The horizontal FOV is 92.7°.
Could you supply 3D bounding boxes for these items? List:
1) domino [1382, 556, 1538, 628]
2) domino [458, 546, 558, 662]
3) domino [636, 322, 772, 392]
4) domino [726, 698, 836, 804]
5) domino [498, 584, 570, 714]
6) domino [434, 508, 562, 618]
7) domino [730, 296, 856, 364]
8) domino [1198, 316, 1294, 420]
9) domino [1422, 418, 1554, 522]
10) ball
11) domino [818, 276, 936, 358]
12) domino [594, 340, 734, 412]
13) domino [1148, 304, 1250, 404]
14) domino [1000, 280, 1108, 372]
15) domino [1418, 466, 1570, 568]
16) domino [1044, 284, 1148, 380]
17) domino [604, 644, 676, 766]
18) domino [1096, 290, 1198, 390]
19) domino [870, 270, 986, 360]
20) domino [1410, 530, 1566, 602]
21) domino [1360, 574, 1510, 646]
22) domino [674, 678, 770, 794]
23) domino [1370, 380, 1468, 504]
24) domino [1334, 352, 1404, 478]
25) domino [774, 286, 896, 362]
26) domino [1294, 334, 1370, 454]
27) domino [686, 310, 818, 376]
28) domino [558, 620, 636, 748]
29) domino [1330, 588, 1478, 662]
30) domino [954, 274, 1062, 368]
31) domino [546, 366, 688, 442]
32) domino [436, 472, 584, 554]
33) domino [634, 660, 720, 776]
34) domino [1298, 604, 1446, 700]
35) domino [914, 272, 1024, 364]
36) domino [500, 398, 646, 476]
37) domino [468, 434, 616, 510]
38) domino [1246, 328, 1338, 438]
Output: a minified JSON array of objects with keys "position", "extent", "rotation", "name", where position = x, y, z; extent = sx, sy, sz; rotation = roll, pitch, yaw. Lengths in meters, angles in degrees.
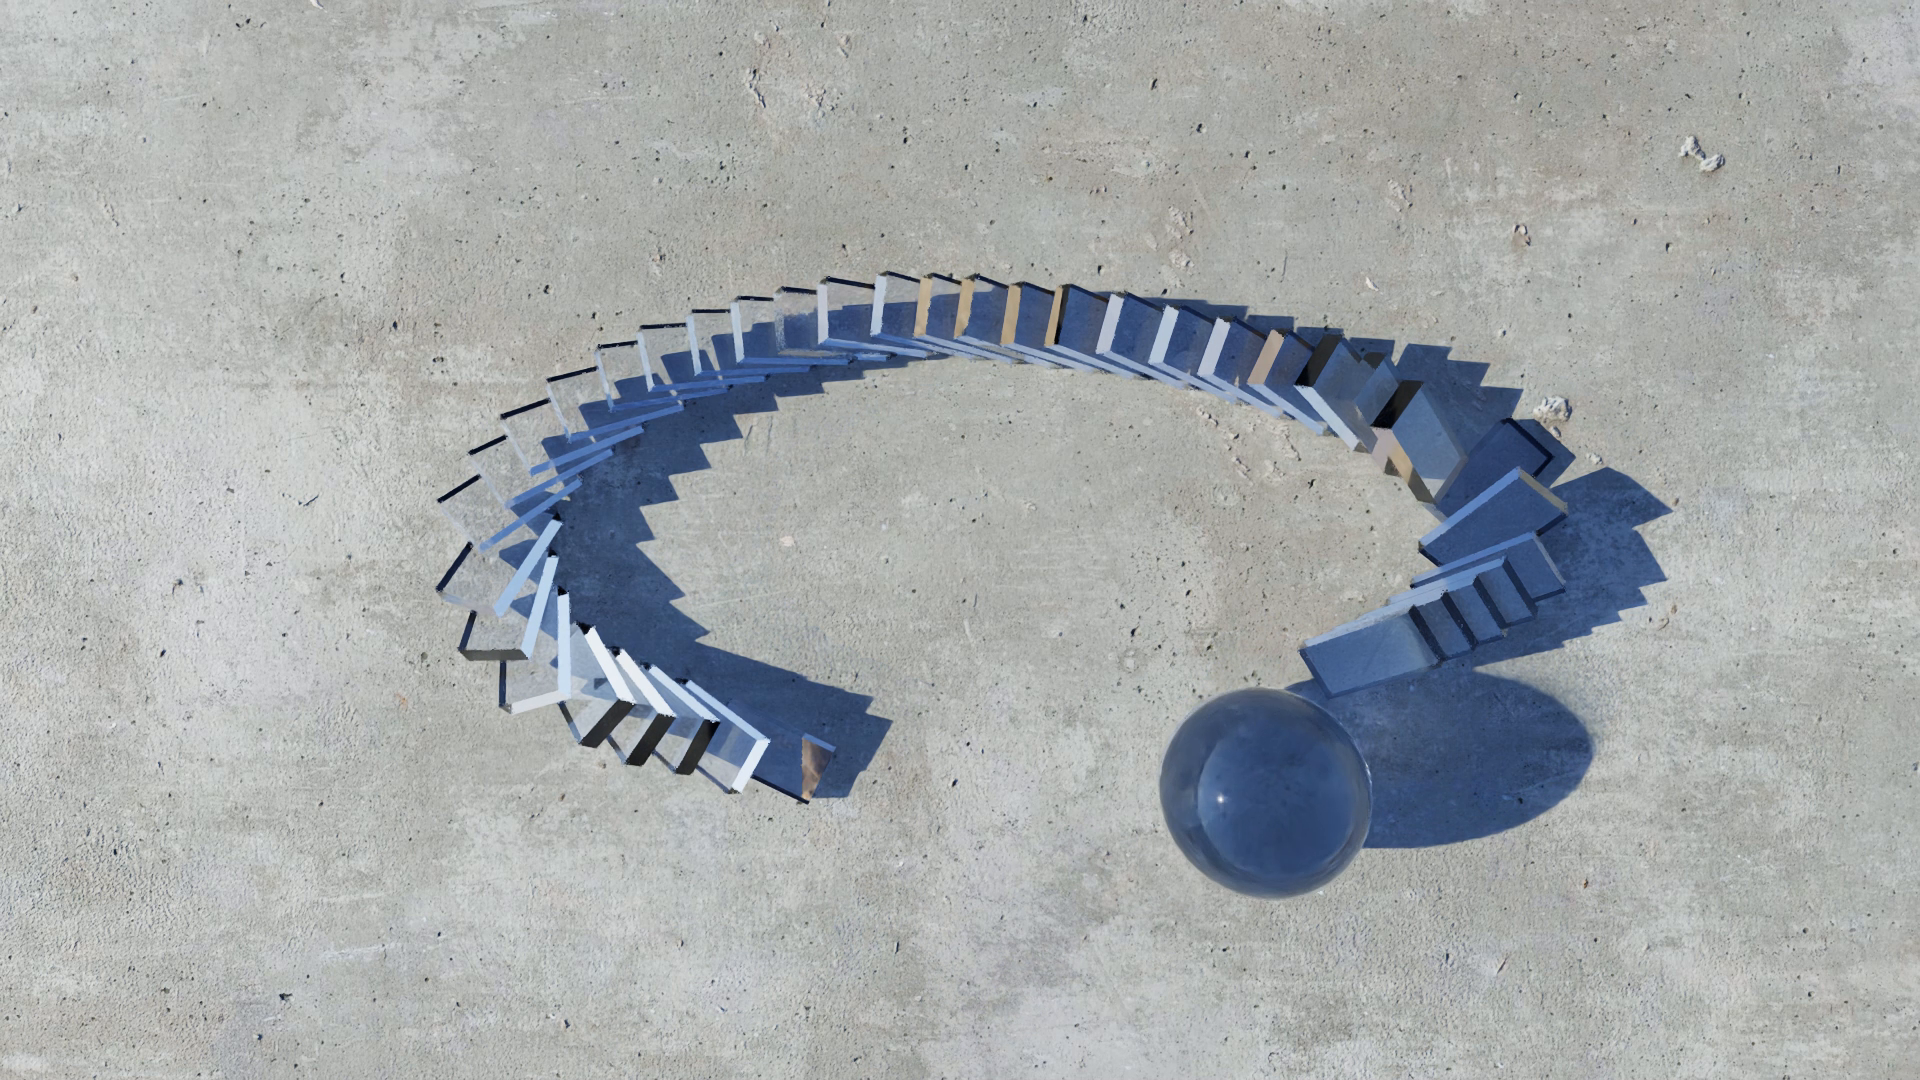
[{"position":[0.206,0.028,0.379],"extent":[0.050,0.010,0.025],"rotation":[-32,90,44],"name":"domino"},{"position":[-0.187,0.026,0.382],"extent":[0.025,0.009,0.050],"rotation":[-1,55,0],"name":"domino"},{"position":[-0.106,-0.077,0.383],"extent":[0.050,0.009,0.025],"rotation":[-12,88,-31],"name":"domino"},{"position":[-0.082,0.091,0.395],"extent":[0.050,0.009,0.025],"rotation":[26,90,0],"name":"domino"},{"position":[-0.178,0.045,0.383],"extent":[0.025,0.010,0.050],"rotation":[-16,59,0],"name":"domino"},{"position":[-0.191,0.006,0.382],"extent":[0.025,0.009,0.050],"rotation":[17,57,2],"name":"domino"},{"position":[-0.069,-0.087,0.383],"extent":[0.050,0.009,0.025],"rotation":[-6,89,-32],"name":"domino"},{"position":[0.124,-0.071,0.384],"extent":[0.050,0.009,0.025],"rotation":[20,90,-28],"name":"domino"},{"position":[0.228,-0.025,0.395],"extent":[0.025,0.010,0.050],"rotation":[42,90,0],"name":"domino"},{"position":[0.119,0.098,0.360],"extent":[0.080,0.080,0.080],"rotation":[0,90,0],"name":"ball"},{"position":[-0.034,-0.092,0.382],"extent":[0.050,0.010,0.025],"rotation":[0,86,-32],"name":"domino"},{"position":[-0.123,-0.071,0.384],"extent":[0.050,0.010,0.025],"rotation":[-15,90,-30],"name":"domino"},{"position":[0.104,-0.077,0.384],"extent":[0.050,0.009,0.025],"rotation":[18,90,-27],"name":"domino"},{"position":[0.042,-0.088,0.382],"extent":[0.050,0.009,0.025],"rotation":[9,90,-33],"name":"domino"},{"position":[0.220,-0.005,0.380],"extent":[0.025,0.009,0.050],"rotation":[38,131,0],"name":"domino"},{"position":[0.060,-0.086,0.383],"extent":[0.050,0.009,0.025],"rotation":[12,90,-33],"name":"domino"},{"position":[-0.140,0.068,0.381],"extent":[0.050,0.009,0.025],"rotation":[36,93,36],"name":"domino"},{"position":[0.082,-0.083,0.384],"extent":[0.050,0.009,0.025],"rotation":[15,90,-30],"name":"domino"},{"position":[-0.012,-0.093,0.383],"extent":[0.050,0.010,0.025],"rotation":[6,90,-31],"name":"domino"},{"position":[0.218,0.018,0.381],"extent":[0.050,0.009,0.025],"rotation":[-31,90,39],"name":"domino"},{"position":[0.194,0.036,0.379],"extent":[0.050,0.010,0.025],"rotation":[-32,90,44],"name":"domino"},{"position":[-0.106,0.082,0.385],"extent":[0.050,0.009,0.025],"rotation":[29,90,25],"name":"domino"},{"position":[0.192,-0.040,0.382],"extent":[0.050,0.010,0.025],"rotation":[42,81,-30],"name":"domino"},{"position":[0.177,-0.052,0.382],"extent":[0.050,0.010,0.025],"rotation":[42,81,-30],"name":"domino"},{"position":[-0.052,-0.090,0.382],"extent":[0.050,0.009,0.025],"rotation":[-3,87,-32],"name":"domino"},{"position":[0.162,-0.060,0.382],"extent":[0.050,0.009,0.025],"rotation":[35,85,-31],"name":"domino"},{"position":[-0.086,-0.083,0.383],"extent":[0.050,0.009,0.025],"rotation":[-9,90,-31],"name":"domino"},{"position":[-0.156,0.059,0.381],"extent":[0.025,0.010,0.050],"rotation":[-48,54,3],"name":"domino"},{"position":[0.182,0.041,0.379],"extent":[0.050,0.009,0.025],"rotation":[-32,90,44],"name":"domino"},{"position":[0.022,-0.090,0.382],"extent":[0.050,0.010,0.025],"rotation":[10,88,-33],"name":"domino"},{"position":[-0.143,-0.061,0.383],"extent":[0.050,0.009,0.025],"rotation":[-23,89,-30],"name":"domino"},{"position":[-0.187,-0.020,0.383],"extent":[0.025,0.010,0.050],"rotation":[47,60,0],"name":"domino"},{"position":[-0.124,0.074,0.382],"extent":[0.050,0.010,0.025],"rotation":[28,89,33],"name":"domino"},{"position":[0.169,0.047,0.379],"extent":[0.050,0.010,0.025],"rotation":[-32,90,44],"name":"domino"},{"position":[0.006,-0.092,0.382],"extent":[0.050,0.009,0.025],"rotation":[8,89,-33],"name":"domino"},{"position":[-0.161,-0.049,0.383],"extent":[0.050,0.010,0.025],"rotation":[-29,87,-30],"name":"domino"},{"position":[-0.174,-0.036,0.383],"extent":[0.050,0.009,0.025],"rotation":[-36,90,-30],"name":"domino"},{"position":[0.145,-0.065,0.384],"extent":[0.050,0.010,0.025],"rotation":[25,90,-28],"name":"domino"}]
